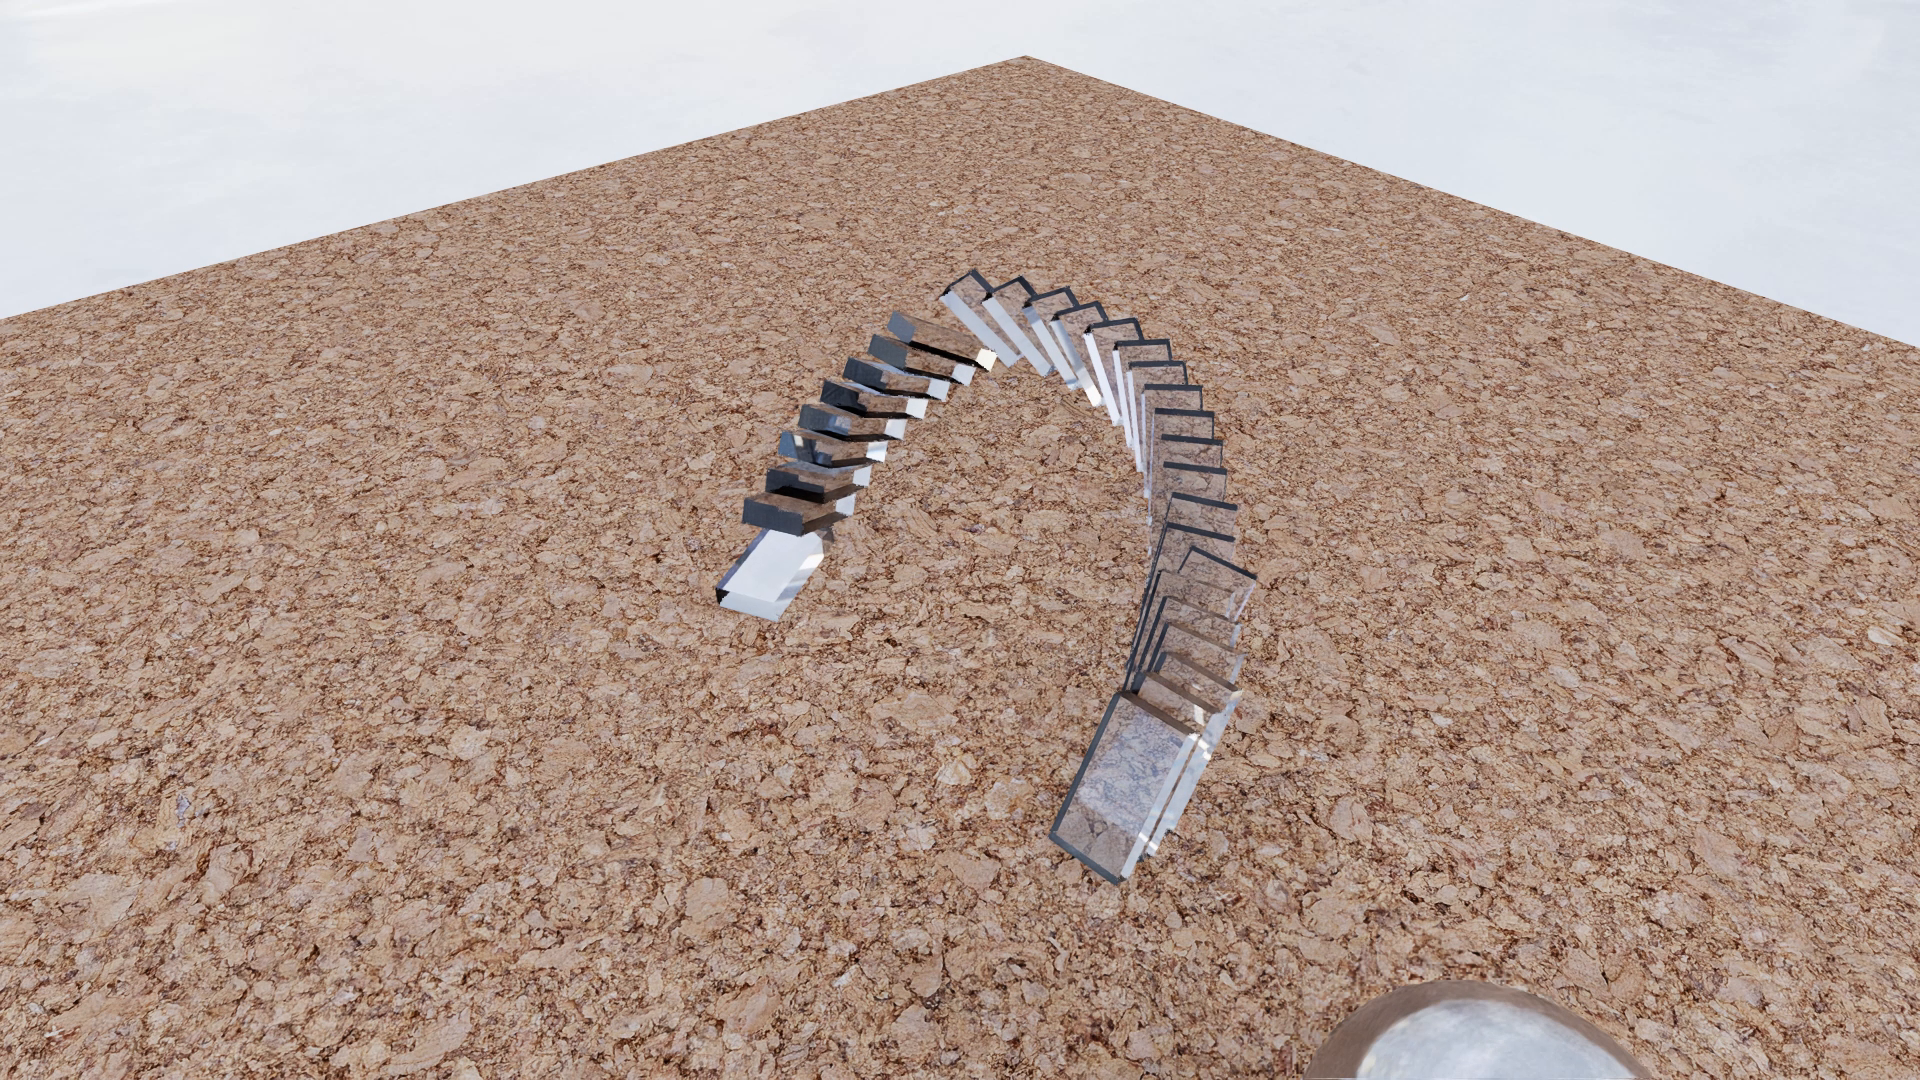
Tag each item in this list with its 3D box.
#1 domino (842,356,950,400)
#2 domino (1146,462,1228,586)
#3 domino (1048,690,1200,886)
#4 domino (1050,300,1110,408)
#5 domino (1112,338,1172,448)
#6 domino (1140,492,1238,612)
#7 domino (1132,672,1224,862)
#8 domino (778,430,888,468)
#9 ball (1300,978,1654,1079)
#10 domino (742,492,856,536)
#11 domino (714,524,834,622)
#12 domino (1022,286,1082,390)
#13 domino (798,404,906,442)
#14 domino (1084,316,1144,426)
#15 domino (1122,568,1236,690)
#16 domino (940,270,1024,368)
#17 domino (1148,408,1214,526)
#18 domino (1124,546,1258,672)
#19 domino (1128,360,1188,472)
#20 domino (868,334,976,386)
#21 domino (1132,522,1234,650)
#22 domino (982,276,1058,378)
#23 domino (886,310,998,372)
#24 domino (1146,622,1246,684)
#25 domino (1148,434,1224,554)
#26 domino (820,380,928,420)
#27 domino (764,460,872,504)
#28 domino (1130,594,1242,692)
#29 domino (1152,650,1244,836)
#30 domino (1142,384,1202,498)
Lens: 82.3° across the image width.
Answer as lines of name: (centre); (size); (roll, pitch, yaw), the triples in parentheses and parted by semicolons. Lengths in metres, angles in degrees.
domino: (-0.029, -0.076, 0.517); (0.025, 0.009, 0.050); (26, 16, 28)
domino: (0.089, -0.005, 0.431); (0.025, 0.009, 0.050); (8, 70, 10)
domino: (0.048, 0.073, 0.325); (0.025, 0.050, 0.009); (29, 12, 31)
domino: (0.066, -0.091, 0.535); (0.025, 0.010, 0.050); (-19, 74, -22)
domino: (0.087, -0.068, 0.507); (0.025, 0.010, 0.050); (-3, 70, -5)
domino: (0.087, 0.008, 0.415); (0.025, 0.010, 0.050); (13, 71, 16)
domino: (0.056, 0.068, 0.332); (0.025, 0.050, 0.009); (29, 12, 31)
domino: (-0.054, -0.040, 0.474); (0.025, 0.009, 0.050); (17, 13, 19)
ball: (0.108, 0.133, 0.225); (0.080, 0.080, 0.080); (0, 39, 0)
domino: (-0.064, -0.013, 0.442); (0.025, 0.010, 0.050); (13, 14, 16)
domino: (-0.072, 0.009, 0.432); (0.025, 0.010, 0.050); (13, 41, 16)
domino: (0.054, -0.101, 0.547); (0.025, 0.010, 0.050); (-22, 75, -25)
domino: (-0.047, -0.052, 0.489); (0.025, 0.010, 0.050); (19, 14, 22)
domino: (0.079, -0.080, 0.522); (0.025, 0.009, 0.050); (-11, 72, -14)
domino: (0.072, 0.037, 0.369); (0.025, 0.050, 0.010); (18, 8, 21)
domino: (0.016, -0.114, 0.562); (0.050, 0.010, 0.025); (45, 49, 2)
domino: (0.093, -0.030, 0.462); (0.025, 0.009, 0.050); (4, 70, 5)
domino: (0.081, 0.030, 0.385); (0.025, 0.009, 0.050); (27, 78, 20)
domino: (0.090, -0.056, 0.492); (0.025, 0.010, 0.050); (-1, 70, -2)
domino: (-0.018, -0.086, 0.529); (0.025, 0.009, 0.050); (32, 18, 34)
domino: (0.081, 0.020, 0.400); (0.025, 0.009, 0.050); (14, 71, 16)
domino: (0.037, -0.108, 0.556); (0.025, 0.009, 0.050); (-33, 81, -34)
domino: (-0.009, -0.098, 0.543); (0.050, 0.009, 0.025); (11, 23, -37)
domino: (0.069, 0.054, 0.348); (0.025, 0.050, 0.009); (24, 10, 26)
domino: (0.092, -0.017, 0.446); (0.025, 0.010, 0.050); (7, 70, 8)
domino: (-0.039, -0.064, 0.503); (0.025, 0.009, 0.050); (22, 15, 25)
domino: (-0.058, -0.026, 0.458); (0.025, 0.009, 0.050); (13, 14, 14)
domino: (0.071, 0.046, 0.358); (0.025, 0.050, 0.010); (22, 9, 25)
domino: (0.064, 0.062, 0.338); (0.025, 0.050, 0.009); (30, 13, 31)
domino: (0.092, -0.043, 0.477); (0.025, 0.009, 0.050); (1, 70, 2)
